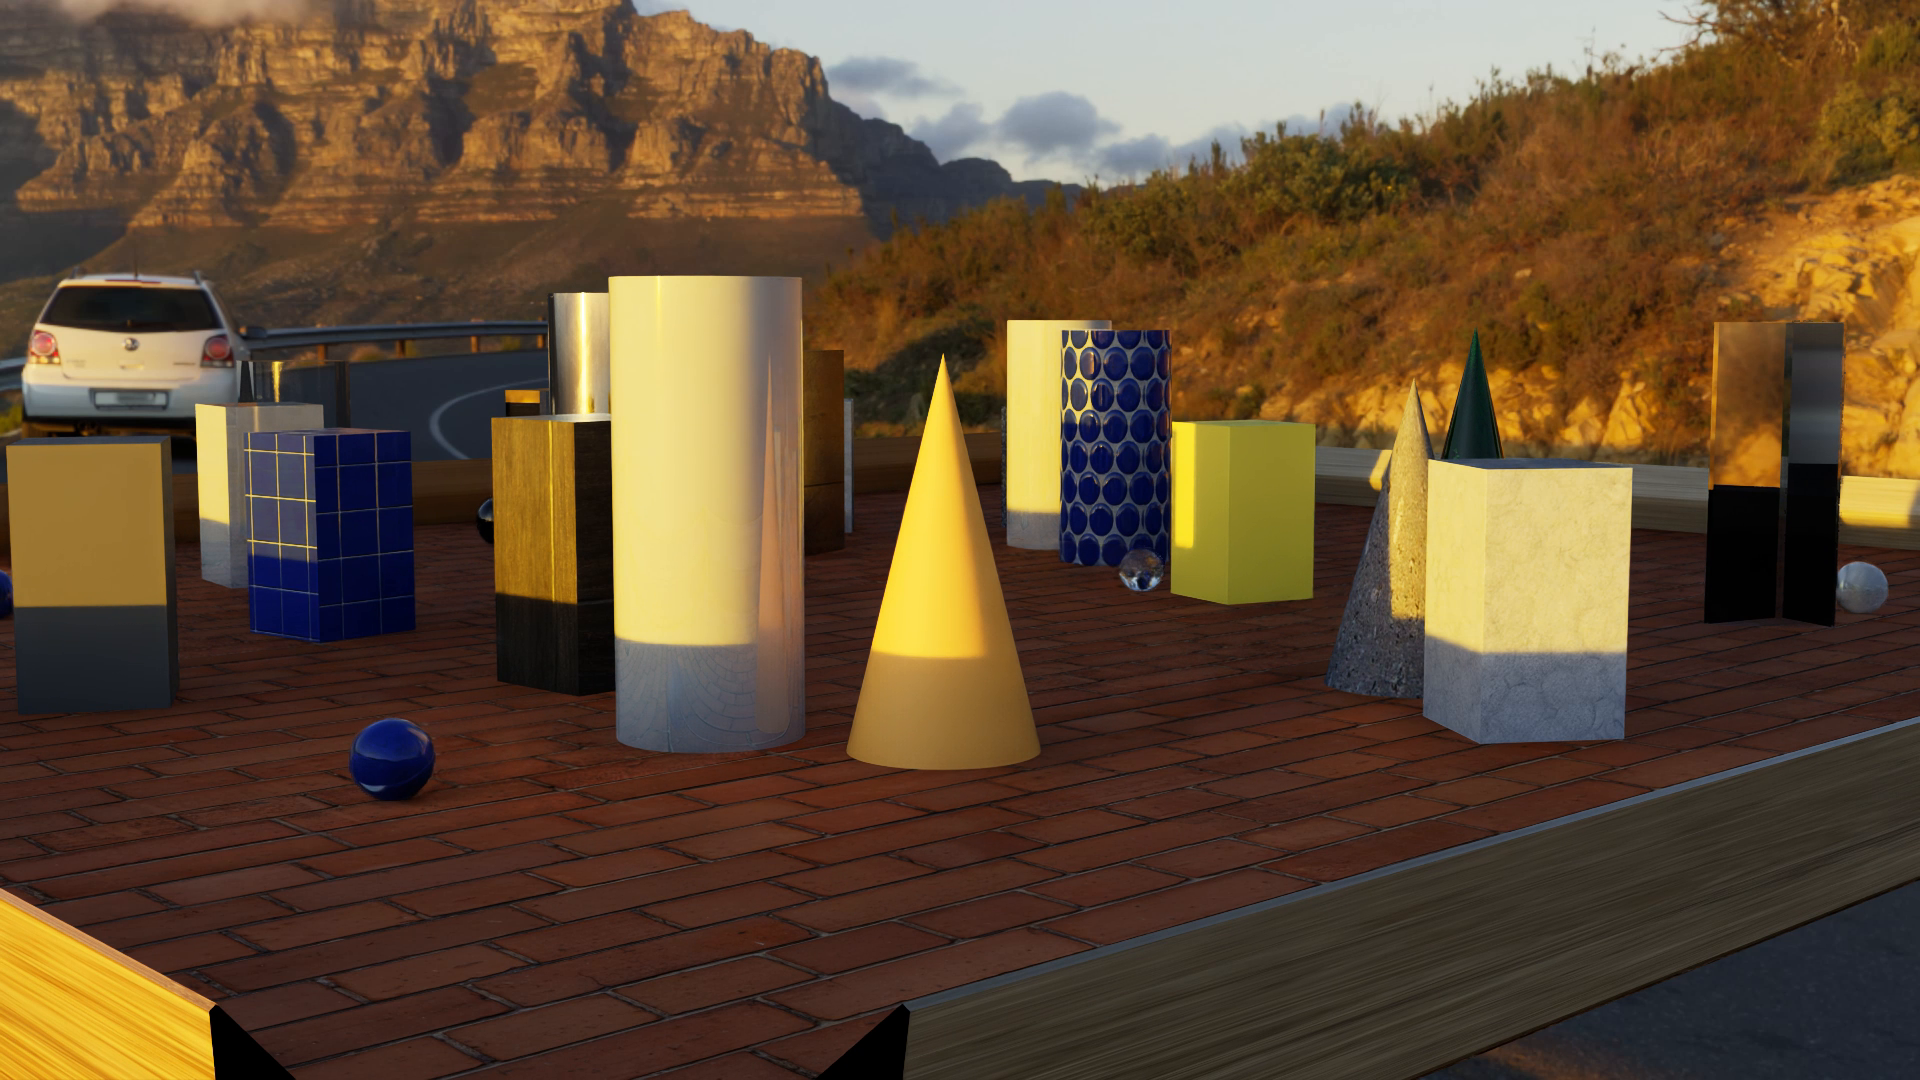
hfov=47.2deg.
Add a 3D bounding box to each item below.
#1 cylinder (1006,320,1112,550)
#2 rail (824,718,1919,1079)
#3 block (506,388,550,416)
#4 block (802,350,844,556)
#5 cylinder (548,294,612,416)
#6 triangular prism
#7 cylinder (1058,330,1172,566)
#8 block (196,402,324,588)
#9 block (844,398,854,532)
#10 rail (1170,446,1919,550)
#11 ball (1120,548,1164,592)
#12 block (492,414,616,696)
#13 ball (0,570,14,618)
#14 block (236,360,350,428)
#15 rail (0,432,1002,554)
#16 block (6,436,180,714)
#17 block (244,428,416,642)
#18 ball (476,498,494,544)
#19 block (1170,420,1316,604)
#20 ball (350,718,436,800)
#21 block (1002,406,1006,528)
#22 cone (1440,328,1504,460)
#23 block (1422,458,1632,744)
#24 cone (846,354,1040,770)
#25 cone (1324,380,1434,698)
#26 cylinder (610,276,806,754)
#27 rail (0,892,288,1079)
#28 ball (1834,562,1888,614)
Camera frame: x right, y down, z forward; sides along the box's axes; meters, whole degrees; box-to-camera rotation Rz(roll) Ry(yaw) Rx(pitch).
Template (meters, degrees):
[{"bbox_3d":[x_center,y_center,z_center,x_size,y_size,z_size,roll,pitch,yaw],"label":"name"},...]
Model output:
[{"bbox_3d":[0.188,-0.204,4.184,0.199,0.426,0.199,0,6,0],"label":"cylinder"},{"bbox_3d":[1.139,0.162,2.104,3.673,0.129,0.045,-5,8,-42],"label":"rail"},{"bbox_3d":[-0.697,-0.117,3.940,0.159,0.305,0.159,4,7,31],"label":"block"},{"bbox_3d":[-0.323,-0.164,4.069,0.159,0.372,0.159,3,7,27],"label":"block"},{"bbox_3d":[-0.482,-0.115,3.129,0.199,0.468,0.199,0,6,0],"label":"cylinder"},{"bbox_3d":[1.162,-0.098,3.164,0.172,0.428,0.149,1,6,13],"label":"triangular prism"},{"bbox_3d":[0.277,-0.168,3.922,0.199,0.411,0.199,0,6,0],"label":"cylinder"},{"bbox_3d":[-1.152,-0.078,3.629,0.159,0.291,0.159,-4,7,-35],"label":"block"},{"bbox_3d":[-0.298,-0.154,4.491,0.159,0.263,0.159,0,6,-1],"label":"block"},{"bbox_3d":[1.332,-0.094,4.555,0.045,0.129,3.406,-5,8,-42],"label":"rail"},{"bbox_3d":[0.288,0.048,3.494,0.070,0.070,0.070,0,6,0],"label":"ball"},{"bbox_3d":[-0.446,0.012,2.640,0.159,0.318,0.159,5,8,42],"label":"block"},{"bbox_3d":[-1.397,0.079,3.168,0.075,0.075,0.075,0,6,0],"label":"ball"},{"bbox_3d":[-1.176,-0.138,3.893,0.159,0.357,0.159,-3,7,-29],"label":"block"},{"bbox_3d":[-1.139,-0.094,4.559,3.673,0.129,0.045,-5,8,-42],"label":"rail"},{"bbox_3d":[-0.986,0.035,2.512,0.159,0.298,0.159,-2,6,-16],"label":"block"},{"bbox_3d":[-0.874,-0.011,3.053,0.159,0.278,0.159,5,8,38],"label":"block"},{"bbox_3d":[-0.867,-0.036,4.164,0.097,0.097,0.097,0,6,0],"label":"ball"},{"bbox_3d":[0.441,-0.047,3.434,0.159,0.271,0.159,-3,7,-27],"label":"block"},{"bbox_3d":[-0.518,0.200,2.008,0.075,0.075,0.075,0,6,0],"label":"ball"},{"bbox_3d":[0.197,-0.151,4.534,0.159,0.249,0.159,5,8,41],"label":"block"},{"bbox_3d":[0.834,-0.138,3.575,0.199,0.421,0.199,0,6,0],"label":"cone"},{"bbox_3d":[0.602,0.060,2.345,0.159,0.283,0.159,-1,6,-9],"label":"block"},{"bbox_3d":[-0.017,0.013,2.218,0.199,0.402,0.199,0,6,0],"label":"cone"},{"bbox_3d":[0.536,-0.010,2.614,0.199,0.366,0.199,0,6,0],"label":"cone"},{"bbox_3d":[-0.262,-0.033,2.294,0.199,0.478,0.199,0,6,0],"label":"cylinder"},{"bbox_3d":[-1.332,0.161,2.109,0.045,0.129,3.406,-5,8,-42],"label":"rail"},{"bbox_3d":[1.325,0.070,3.239,0.077,0.077,0.077,0,6,0],"label":"ball"}]
